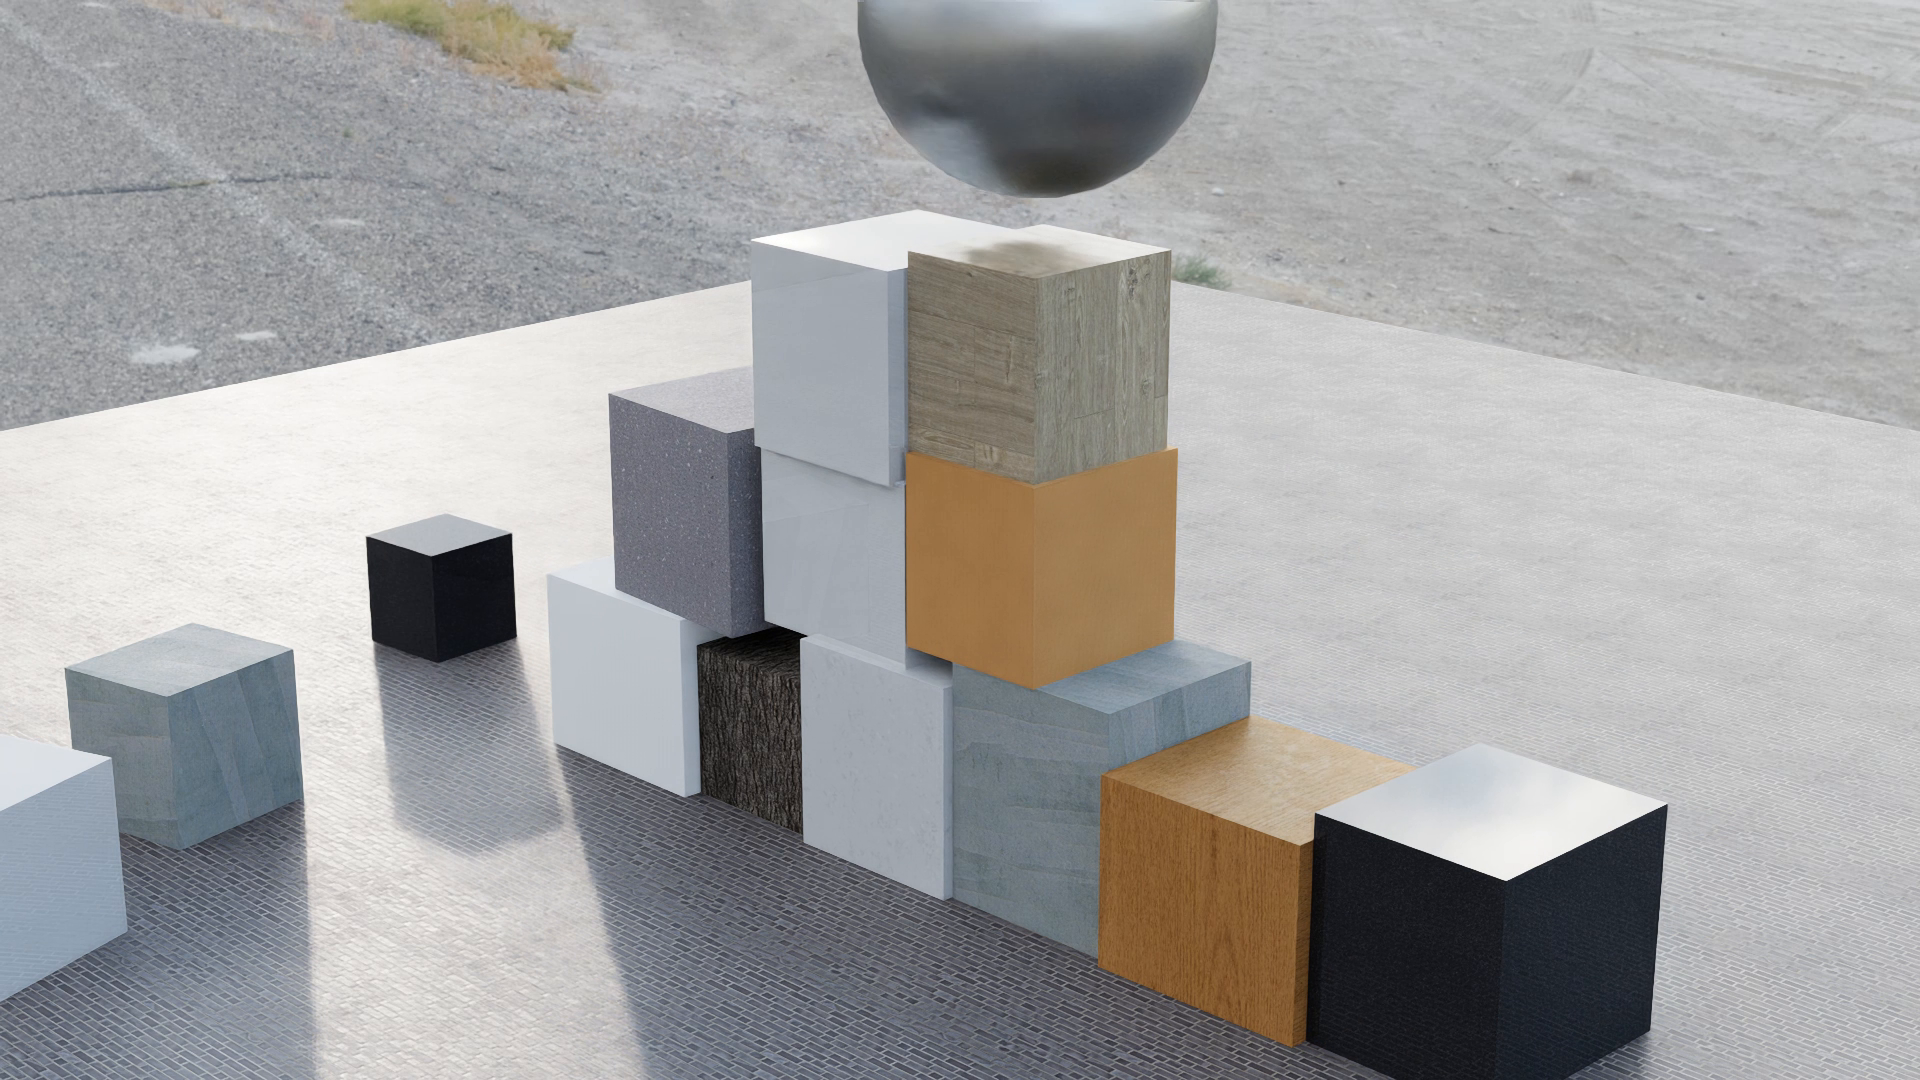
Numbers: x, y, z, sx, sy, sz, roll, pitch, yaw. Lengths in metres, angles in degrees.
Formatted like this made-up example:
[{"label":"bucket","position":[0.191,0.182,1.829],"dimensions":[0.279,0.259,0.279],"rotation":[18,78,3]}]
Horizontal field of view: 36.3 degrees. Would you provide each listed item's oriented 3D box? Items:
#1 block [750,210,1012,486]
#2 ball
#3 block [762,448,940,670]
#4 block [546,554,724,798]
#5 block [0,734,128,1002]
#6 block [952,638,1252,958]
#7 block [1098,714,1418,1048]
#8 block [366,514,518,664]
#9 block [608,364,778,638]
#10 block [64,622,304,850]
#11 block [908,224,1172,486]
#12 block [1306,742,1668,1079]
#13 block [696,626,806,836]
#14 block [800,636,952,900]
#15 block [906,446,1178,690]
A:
[{"label":"block","position":[-0.255,-0.897,13.339],"dimensions":[1.023,0.960,0.920],"rotation":[-16,23,-41]},{"label":"ball","position":[0.342,-2.315,12.973],"dimensions":[1.600,1.600,1.600],"rotation":[0,17,0]},{"label":"block","position":[-0.266,-0.024,13.597],"dimensions":[0.881,0.861,0.958],"rotation":[-16,24,-42]},{"label":"block","position":[-1.342,0.601,14.909],"dimensions":[1.054,0.914,1.047],"rotation":[-17,24,-42]},{"label":"block","position":[-4.188,1.389,12.563],"dimensions":[0.773,0.817,0.838],"rotation":[8,19,25]},{"label":"block","position":[0.624,1.072,13.043],"dimensions":[0.928,1.134,0.928],"rotation":[-17,24,-42]},{"label":"block","position":[1.317,1.409,12.388],"dimensions":[1.059,0.883,0.997],"rotation":[17,24,42]},{"label":"block","position":[-2.911,0.264,16.469],"dimensions":[0.576,0.622,0.573],"rotation":[15,23,39]},{"label":"block","position":[-1.061,-0.210,14.292],"dimensions":[0.870,1.002,0.974],"rotation":[-14,22,-38]},{"label":"block","position":[-3.722,0.930,14.105],"dimensions":[0.704,0.768,0.793],"rotation":[11,21,32]},{"label":"block","position":[0.342,-0.822,12.718],"dimensions":[0.830,0.886,0.771],"rotation":[-16,24,-41]},{"label":"block","position":[2.110,1.539,11.778],"dimensions":[1.082,1.001,0.918],"rotation":[-16,24,-42]},{"label":"block","position":[-0.673,0.864,14.317],"dimensions":[0.898,0.767,0.797],"rotation":[-17,24,-42]},{"label":"block","position":[-0.054,0.933,13.682],"dimensions":[0.935,1.015,0.996],"rotation":[17,24,42]},{"label":"block","position":[0.361,0.034,12.963],"dimensions":[0.909,0.894,0.778],"rotation":[-17,24,-42]}]
